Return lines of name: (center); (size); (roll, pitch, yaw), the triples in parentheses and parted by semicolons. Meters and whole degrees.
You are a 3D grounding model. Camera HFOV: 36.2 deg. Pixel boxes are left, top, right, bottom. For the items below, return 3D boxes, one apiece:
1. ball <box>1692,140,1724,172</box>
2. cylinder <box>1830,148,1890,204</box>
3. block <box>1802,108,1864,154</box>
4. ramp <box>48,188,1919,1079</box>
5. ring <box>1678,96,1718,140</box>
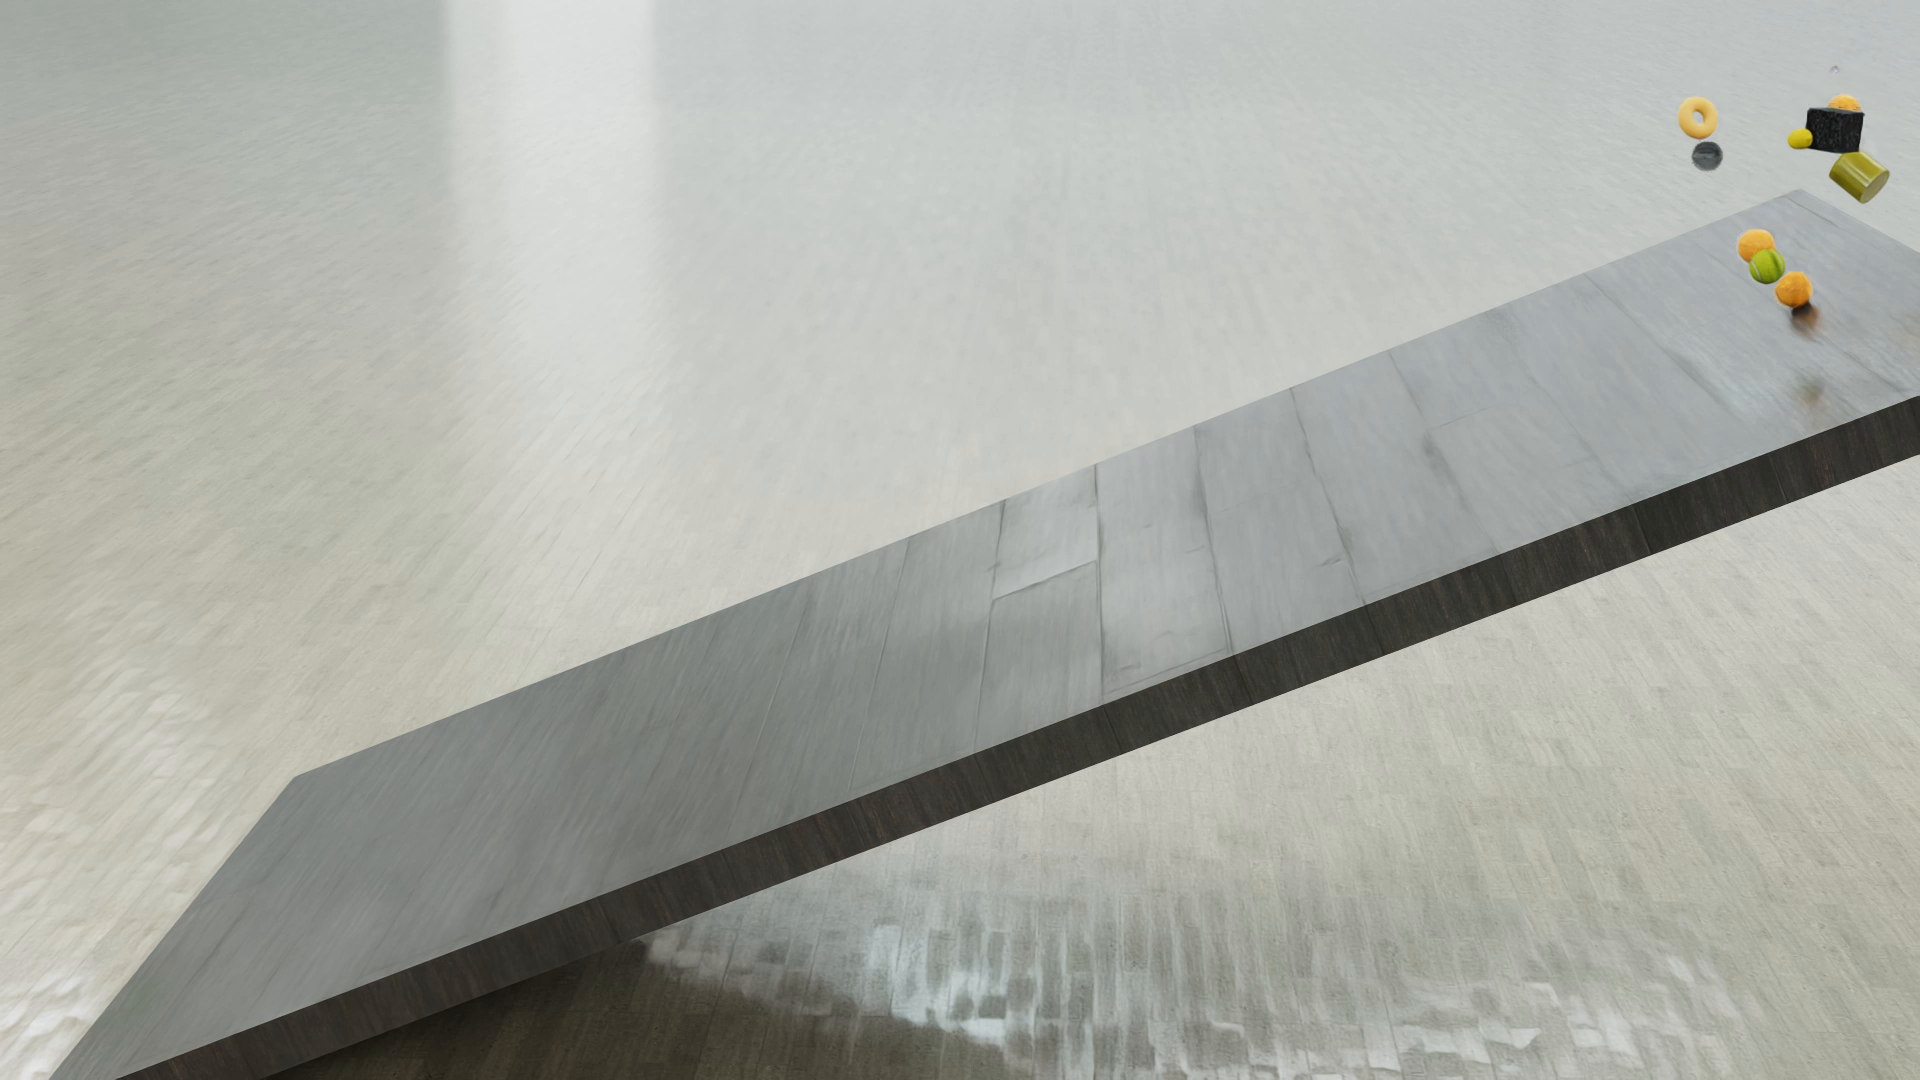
ball: (1.512, -0.777, 5.951); (0.062, 0.062, 0.062); (0, 14, 0)
cylinder: (1.839, -0.747, 6.013); (0.085, 0.085, 0.085); (-15, 52, -45)
block: (1.691, -0.793, 5.693); (0.076, 0.076, 0.076); (-9, 20, -41)
ramp: (0.125, 0.173, 6.289); (4.000, 0.100, 2.000); (-21, 12, 7)
ring: (1.498, -0.857, 5.970); (0.088, 0.088, 0.029); (-5, -7, -18)
